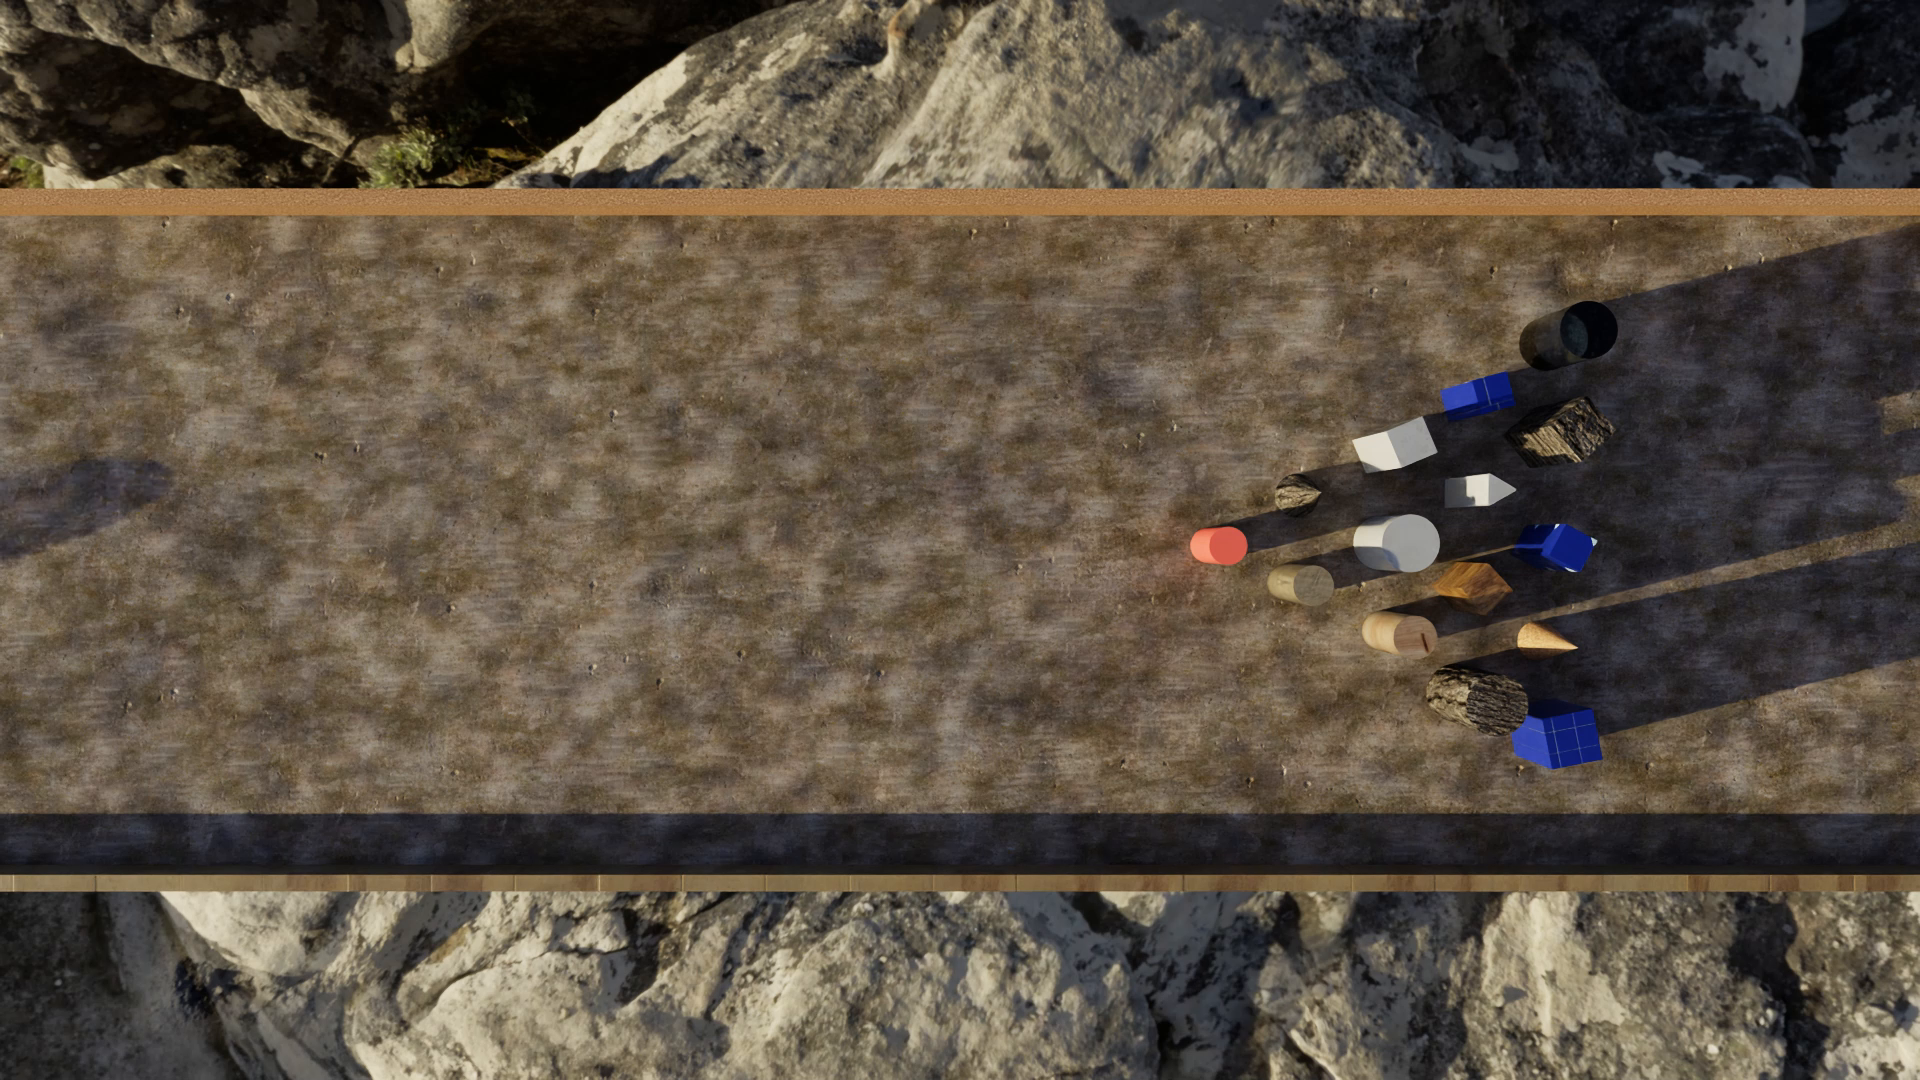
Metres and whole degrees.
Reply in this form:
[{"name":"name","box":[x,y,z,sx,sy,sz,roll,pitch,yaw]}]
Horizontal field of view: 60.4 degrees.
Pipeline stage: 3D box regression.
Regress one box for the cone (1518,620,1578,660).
[{"name":"cone","box":[1.777,0.310,4.908,0.123,0.336,0.123,0,90,0]}]

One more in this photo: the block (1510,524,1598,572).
[{"name":"block","box":[1.763,0.023,4.908,0.102,0.336,0.102,28,90,0]}]

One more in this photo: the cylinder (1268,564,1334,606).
[{"name":"cylinder","box":[1.004,0.130,4.880,0.116,0.394,0.116,0,90,0]}]

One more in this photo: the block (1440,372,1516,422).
[{"name":"block","box":[1.540,-0.425,4.917,0.103,0.320,0.103,-16,90,0]}]

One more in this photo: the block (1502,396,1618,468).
[{"name":"block","box":[1.762,-0.315,4.864,0.133,0.425,0.133,-40,90,0]}]

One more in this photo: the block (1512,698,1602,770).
[{"name":"block","box":[1.767,0.575,4.918,0.149,0.317,0.149,-11,90,0]}]

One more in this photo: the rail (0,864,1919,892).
[{"name":"rail","box":[-2.247,1.025,5.001,12.000,0.150,0.050,0,90,0]}]

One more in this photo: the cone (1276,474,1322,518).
[{"name":"cone","box":[1.037,-0.137,4.903,0.135,0.347,0.135,0,90,0]}]

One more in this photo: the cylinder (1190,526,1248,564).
[{"name":"cylinder","box":[0.764,0.016,4.888,0.109,0.378,0.109,0,90,0]}]

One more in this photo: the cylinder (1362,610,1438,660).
[{"name":"cylinder","box":[1.300,0.279,4.893,0.126,0.366,0.126,0,90,0]}]

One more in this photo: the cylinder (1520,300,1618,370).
[{"name":"cylinder","box":[1.804,-0.603,4.903,0.166,0.346,0.166,0,90,0]}]

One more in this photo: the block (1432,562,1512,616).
[{"name":"block","box":[1.527,0.143,4.925,0.107,0.302,0.107,-42,90,0]}]

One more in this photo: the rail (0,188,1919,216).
[{"name":"rail","box":[-2.247,-1.025,5.002,12.000,0.150,0.050,0,90,0]}]

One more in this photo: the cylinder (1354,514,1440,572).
[{"name":"cylinder","box":[1.294,0.009,4.904,0.167,0.346,0.167,0,90,0]}]

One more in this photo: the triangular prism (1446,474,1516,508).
[{"name":"triangular prism","box":[1.513,-0.154,4.866,0.089,0.421,0.077,-29,90,0]}]

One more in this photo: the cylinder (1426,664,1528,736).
[{"name":"cylinder","box":[1.524,0.469,4.876,0.177,0.401,0.177,0,90,0]}]

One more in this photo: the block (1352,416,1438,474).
[{"name":"block","box":[1.280,-0.278,4.873,0.112,0.406,0.112,-23,90,0]}]
